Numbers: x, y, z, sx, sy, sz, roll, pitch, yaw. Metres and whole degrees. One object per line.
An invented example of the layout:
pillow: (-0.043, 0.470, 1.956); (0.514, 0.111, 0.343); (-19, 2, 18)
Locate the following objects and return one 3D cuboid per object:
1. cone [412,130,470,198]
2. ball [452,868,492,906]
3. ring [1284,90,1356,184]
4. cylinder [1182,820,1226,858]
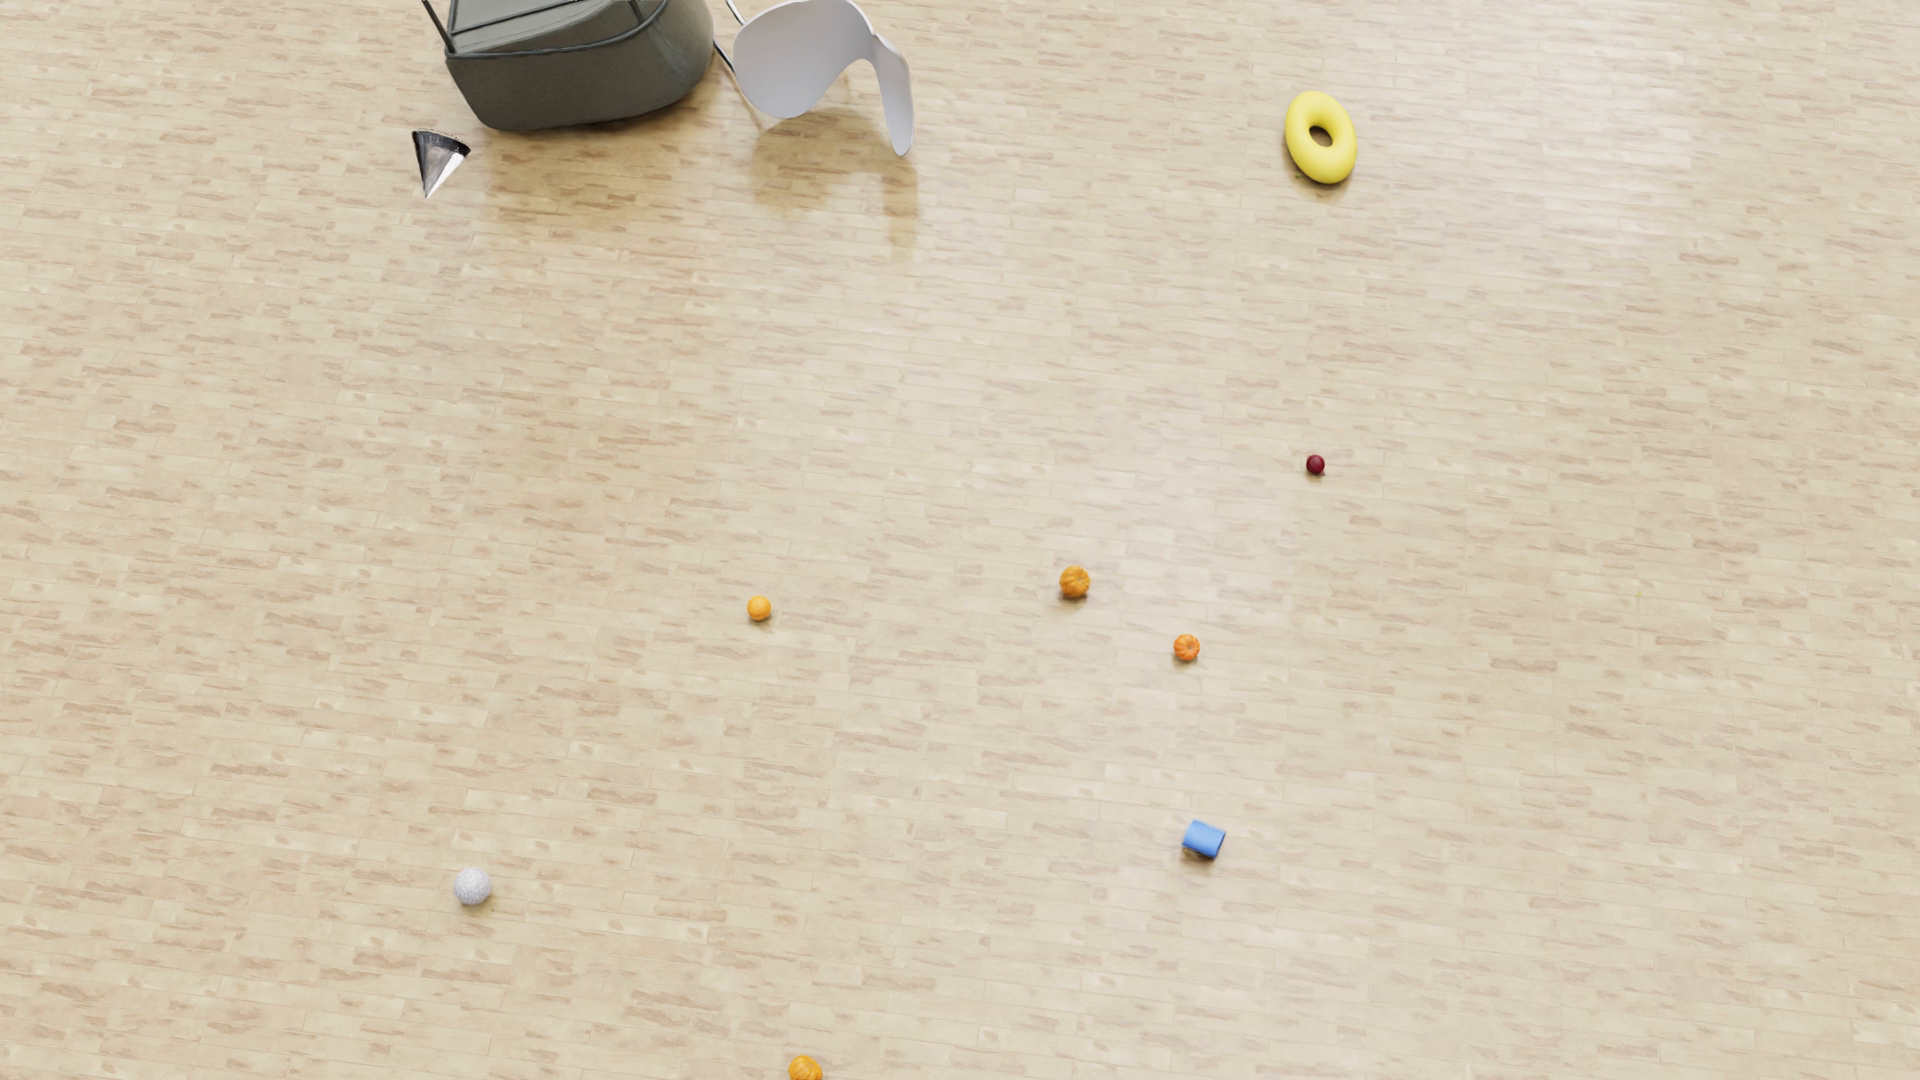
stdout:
cone: (-1.763, -1.237, 7.364); (0.202, 0.119, 0.215); (15, 74, -19)
ball: (-1.306, 0.927, 5.891); (0.101, 0.101, 0.101); (0, 56, 0)
ring: (1.218, -1.362, 7.426); (0.235, 0.105, 0.405); (-5, 56, -4)
cylinder: (0.663, 0.814, 5.979); (0.093, 0.068, 0.102); (21, 23, 14)
